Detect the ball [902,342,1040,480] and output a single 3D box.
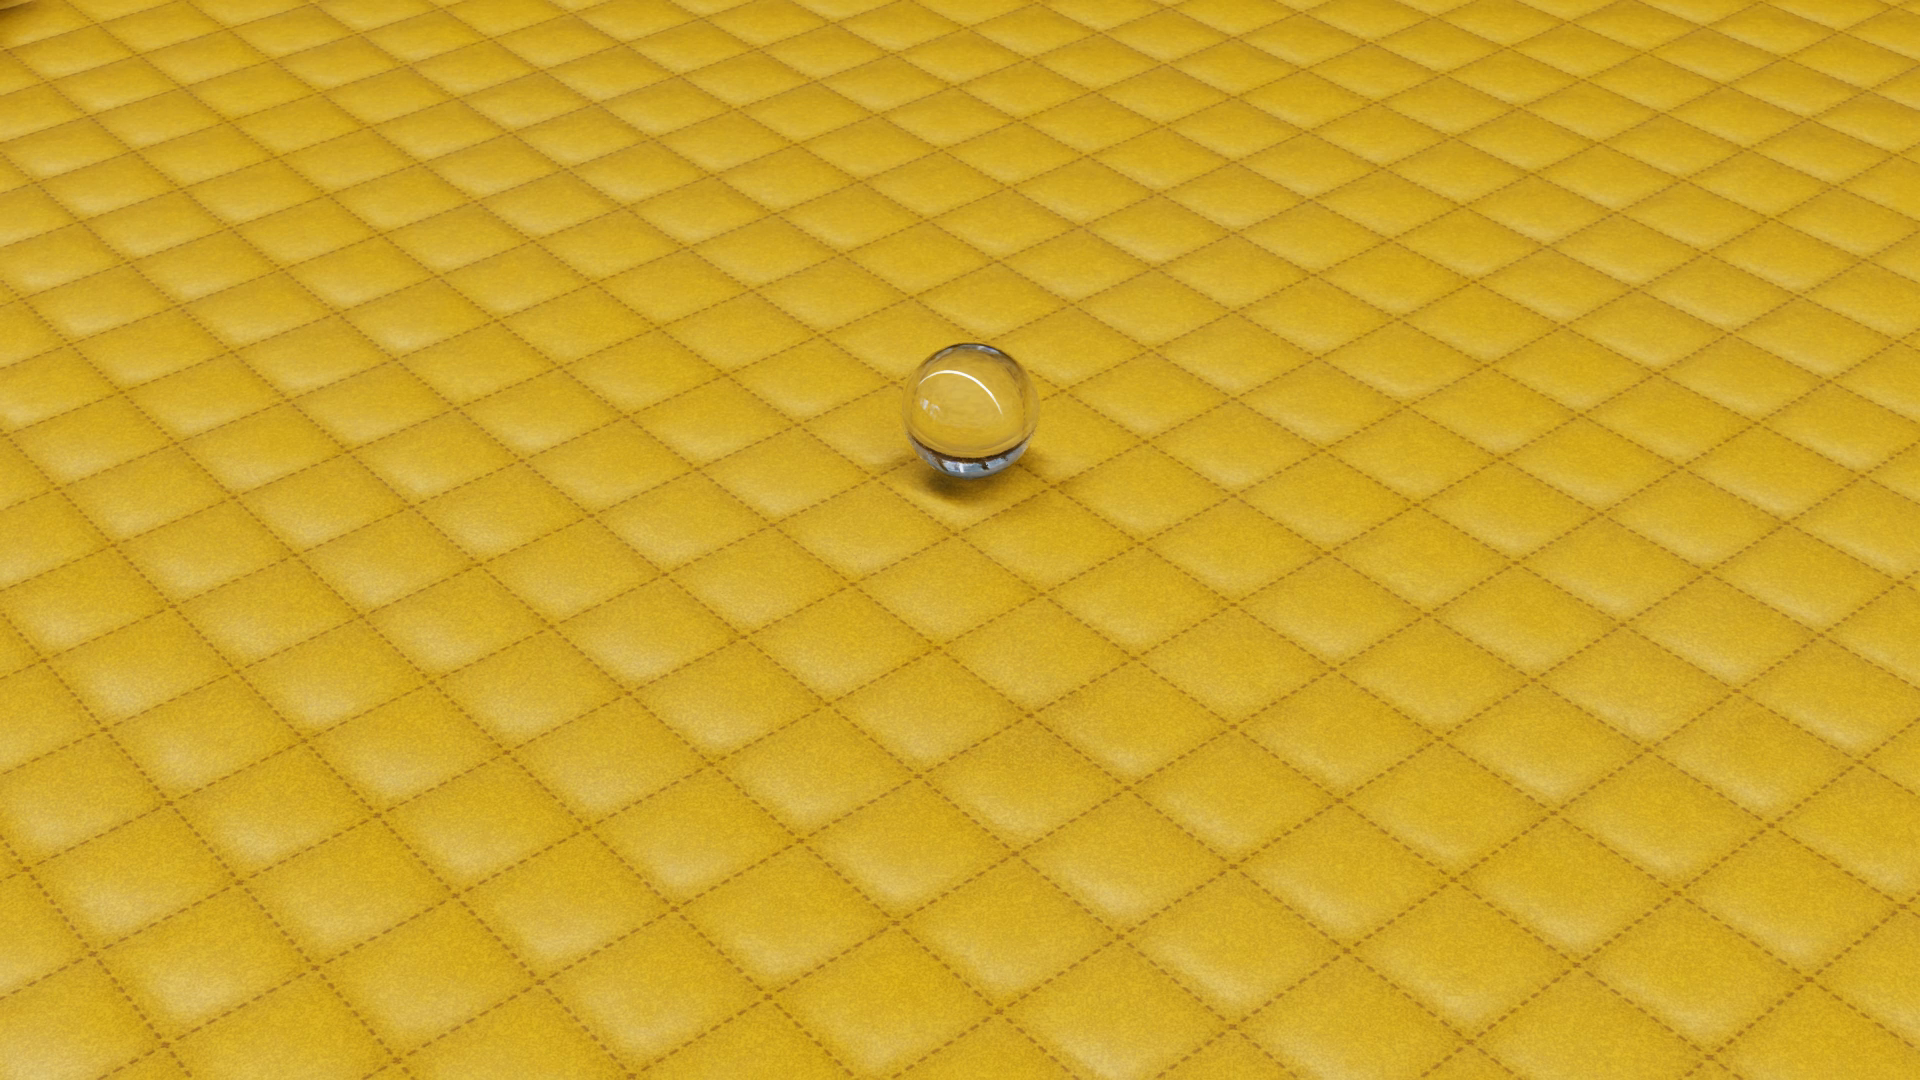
[{"bbox_3d":[0.007,-0.090,1.773,0.095,0.095,0.095,0,36,0],"label":"ball"}]
